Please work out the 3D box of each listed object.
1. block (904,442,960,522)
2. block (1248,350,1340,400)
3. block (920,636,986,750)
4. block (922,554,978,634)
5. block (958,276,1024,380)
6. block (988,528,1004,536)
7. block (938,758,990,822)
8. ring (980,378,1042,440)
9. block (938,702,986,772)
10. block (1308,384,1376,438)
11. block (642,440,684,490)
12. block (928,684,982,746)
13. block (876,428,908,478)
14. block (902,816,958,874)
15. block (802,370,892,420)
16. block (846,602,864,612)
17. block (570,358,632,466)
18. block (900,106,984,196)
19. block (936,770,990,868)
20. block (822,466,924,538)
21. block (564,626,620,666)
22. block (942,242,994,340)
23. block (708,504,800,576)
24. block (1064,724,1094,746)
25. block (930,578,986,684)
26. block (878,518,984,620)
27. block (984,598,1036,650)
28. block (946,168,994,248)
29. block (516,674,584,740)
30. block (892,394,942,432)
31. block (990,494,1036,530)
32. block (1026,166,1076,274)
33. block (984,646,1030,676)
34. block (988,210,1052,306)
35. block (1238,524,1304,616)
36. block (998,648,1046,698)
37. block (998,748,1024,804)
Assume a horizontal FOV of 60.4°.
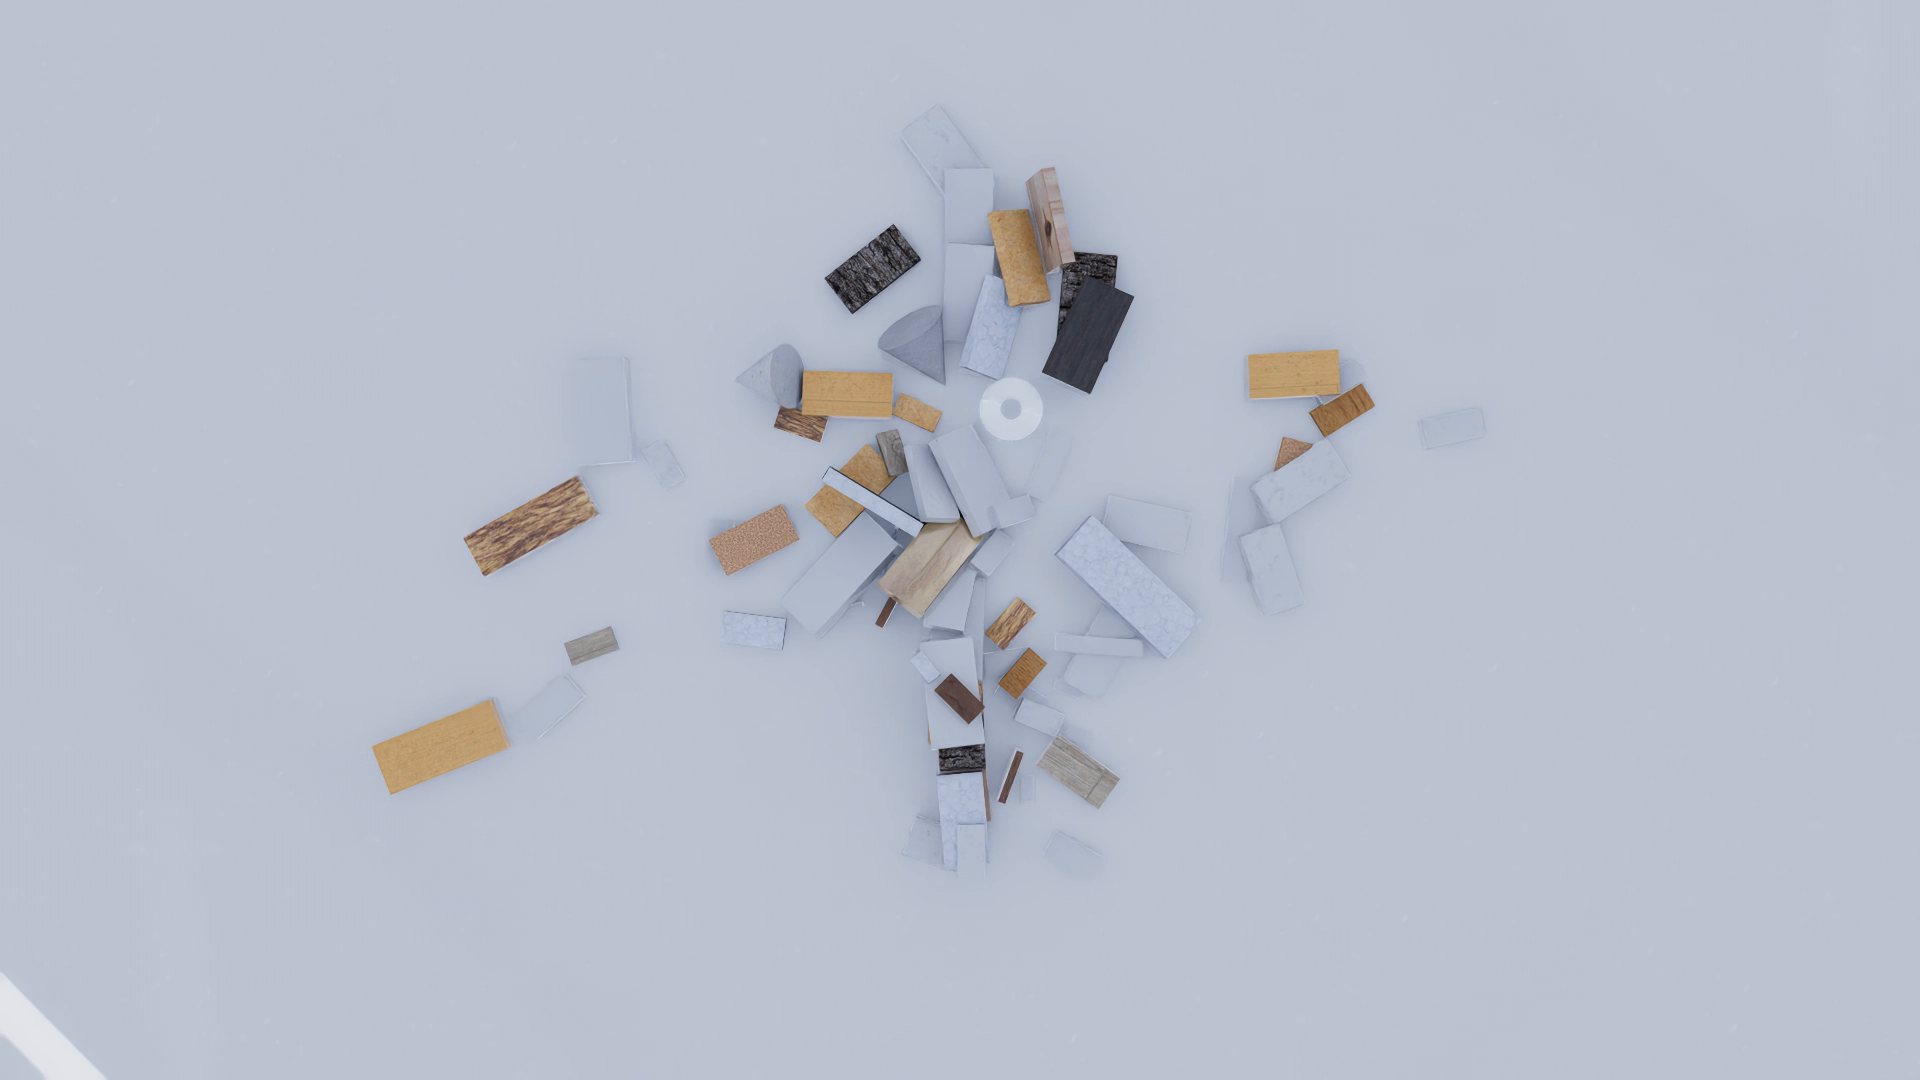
[{"bbox_3d":[-0.092,-0.188,5.404,0.134,0.038,0.267,1,66,-36],"label":"block"},{"bbox_3d":[1.104,-0.547,5.453,0.292,0.041,0.146,-2,90,10],"label":"block"},{"bbox_3d":[-0.026,0.494,5.314,0.172,0.049,0.344,-7,80,-2],"label":"block"},{"bbox_3d":[-0.027,0.169,5.414,0.134,0.038,0.267,11,67,4],"label":"block"},{"bbox_3d":[0.110,-0.698,5.432,0.155,0.044,0.310,17,90,-41],"label":"block"},{"bbox_3d":[0.117,-0.034,5.493,0.048,0.014,0.096,-23,90,0],"label":"block"},{"bbox_3d":[0.012,0.782,5.443,0.150,0.042,0.300,-6,90,0],"label":"block"},{"bbox_3d":[0.170,-0.434,5.466,0.210,0.070,0.210,0,91,0],"label":"ring"},{"bbox_3d":[0.003,0.605,5.411,0.150,0.042,0.300,-3,65,1],"label":"block"},{"bbox_3d":[1.271,-0.435,5.486,0.194,0.028,0.097,-32,90,0],"label":"block"},{"bbox_3d":[-0.986,-0.251,5.489,0.076,0.021,0.151,-30,90,0],"label":"block"},{"bbox_3d":[-0.014,0.498,5.406,0.172,0.049,0.344,1,65,0],"label":"block"},{"bbox_3d":[-0.222,-0.288,5.463,0.076,0.021,0.151,-14,78,-20],"label":"block"},{"bbox_3d":[-0.050,1.023,5.482,0.252,0.036,0.126,20,90,0],"label":"block"},{"bbox_3d":[-0.372,-0.480,5.467,0.295,0.042,0.148,2,84,-2],"label":"block"},{"bbox_3d":[-0.375,0.228,5.473,0.109,0.054,0.015,-16,90,0],"label":"block"},{"bbox_3d":[-1.190,-0.426,5.476,0.172,0.049,0.345,-4,90,0],"label":"block"},{"bbox_3d":[-0.042,-1.267,5.478,0.158,0.045,0.315,-36,90,0],"label":"block"},{"bbox_3d":[0.011,0.912,5.401,0.150,0.042,0.300,-5,90,0],"label":"block"},{"bbox_3d":[-0.286,-0.127,5.370,0.352,0.176,0.050,31,92,-6],"label":"block"},{"bbox_3d":[-1.226,0.353,5.488,0.163,0.023,0.081,-20,90,0],"label":"block"},{"bbox_3d":[0.025,-0.818,5.447,0.155,0.044,0.310,4,101,-1],"label":"block"},{"bbox_3d":[-0.682,-0.001,5.466,0.267,0.038,0.134,-27,93,-5],"label":"block"},{"bbox_3d":[0.398,0.652,5.493,0.092,0.013,0.046,19,90,0],"label":"block"},{"bbox_3d":[-0.009,0.294,5.424,0.172,0.049,0.344,2,72,0],"label":"block"},{"bbox_3d":[-0.095,0.069,5.392,0.175,0.049,0.349,37,71,4],"label":"block"},{"bbox_3d":[0.169,0.278,5.478,0.083,0.023,0.166,42,90,15],"label":"block"},{"bbox_3d":[0.031,-1.062,5.440,0.157,0.045,0.315,0,104,0],"label":"block"},{"bbox_3d":[-1.363,0.555,5.485,0.206,0.029,0.103,-42,90,0],"label":"block"},{"bbox_3d":[-0.142,-0.423,5.489,0.151,0.021,0.076,25,90,0],"label":"block"},{"bbox_3d":[0.176,-0.093,5.439,0.160,0.023,0.080,-18,85,-38],"label":"block"},{"bbox_3d":[0.296,-1.047,5.418,0.045,0.158,0.315,-12,90,-18],"label":"block"},{"bbox_3d":[0.160,0.404,5.489,0.155,0.022,0.077,-10,90,0],"label":"block"},{"bbox_3d":[0.196,-0.930,5.430,0.155,0.044,0.310,-14,90,-44],"label":"block"},{"bbox_3d":[1.032,0.099,5.466,0.138,0.039,0.276,-19,93,-6],"label":"block"},{"bbox_3d":[0.208,0.442,5.467,0.079,0.022,0.158,41,90,0],"label":"block"},{"bbox_3d":[0.167,0.778,5.455,0.025,0.089,0.178,20,90,0],"label":"block"}]
